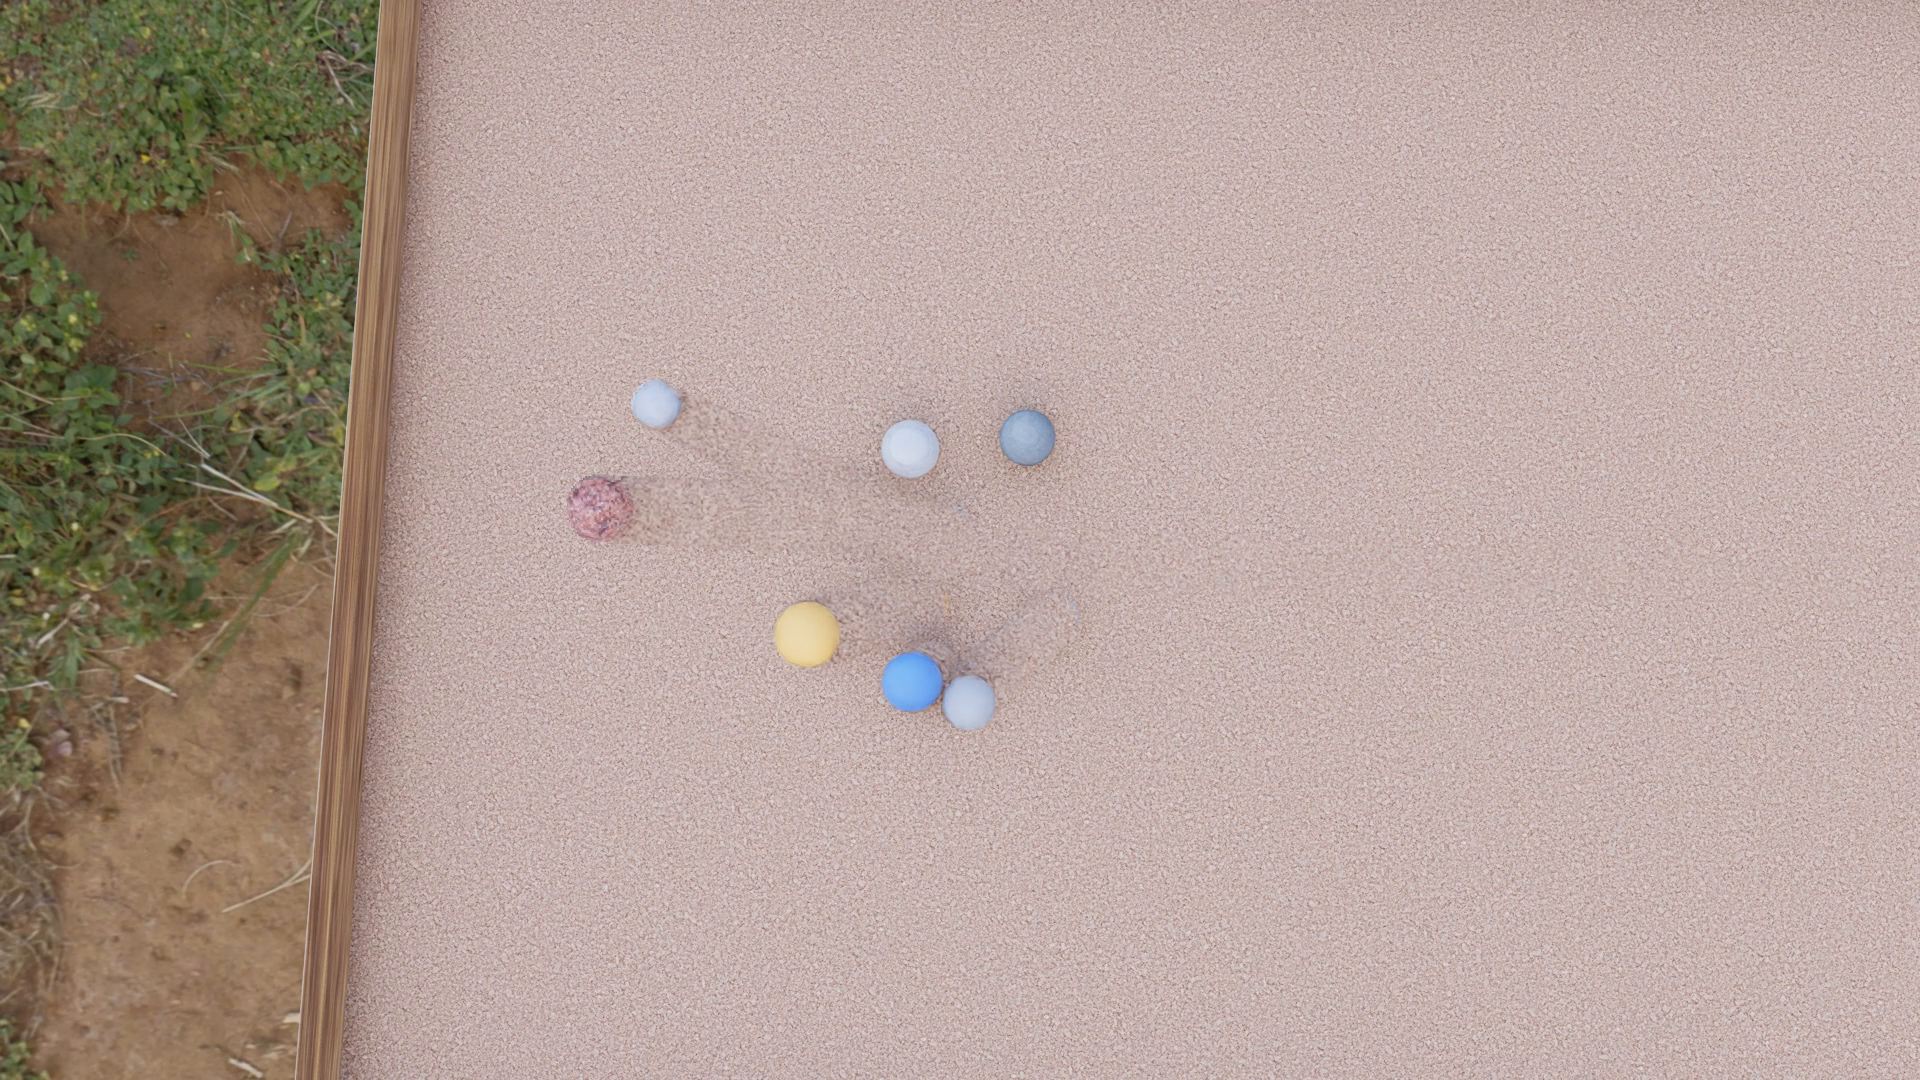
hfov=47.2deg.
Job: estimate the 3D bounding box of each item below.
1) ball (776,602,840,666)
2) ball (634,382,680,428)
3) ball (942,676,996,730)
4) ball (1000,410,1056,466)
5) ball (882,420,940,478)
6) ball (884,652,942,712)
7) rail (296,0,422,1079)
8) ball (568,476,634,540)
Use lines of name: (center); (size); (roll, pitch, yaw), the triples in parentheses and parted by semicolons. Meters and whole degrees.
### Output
ball: (-0.225, 0.139, 3.246); (0.096, 0.096, 0.096); (0, 80, 0)
ball: (-0.457, -0.203, 3.318); (0.071, 0.071, 0.071); (0, 80, 0)
ball: (0.013, 0.239, 3.237); (0.079, 0.079, 0.079); (0, 80, 0)
ball: (0.101, -0.154, 3.302); (0.085, 0.085, 0.085); (0, 80, 0)
ball: (-0.075, -0.136, 3.298); (0.087, 0.087, 0.087); (0, 80, 0)
ball: (-0.069, 0.209, 3.238); (0.087, 0.087, 0.087); (0, 80, 0)
rail: (-0.879, -0.029, 3.259); (0.045, 0.125, 1.990); (2, 80, 0)
ball: (-0.536, -0.047, 3.278); (0.096, 0.096, 0.096); (0, 80, 0)
